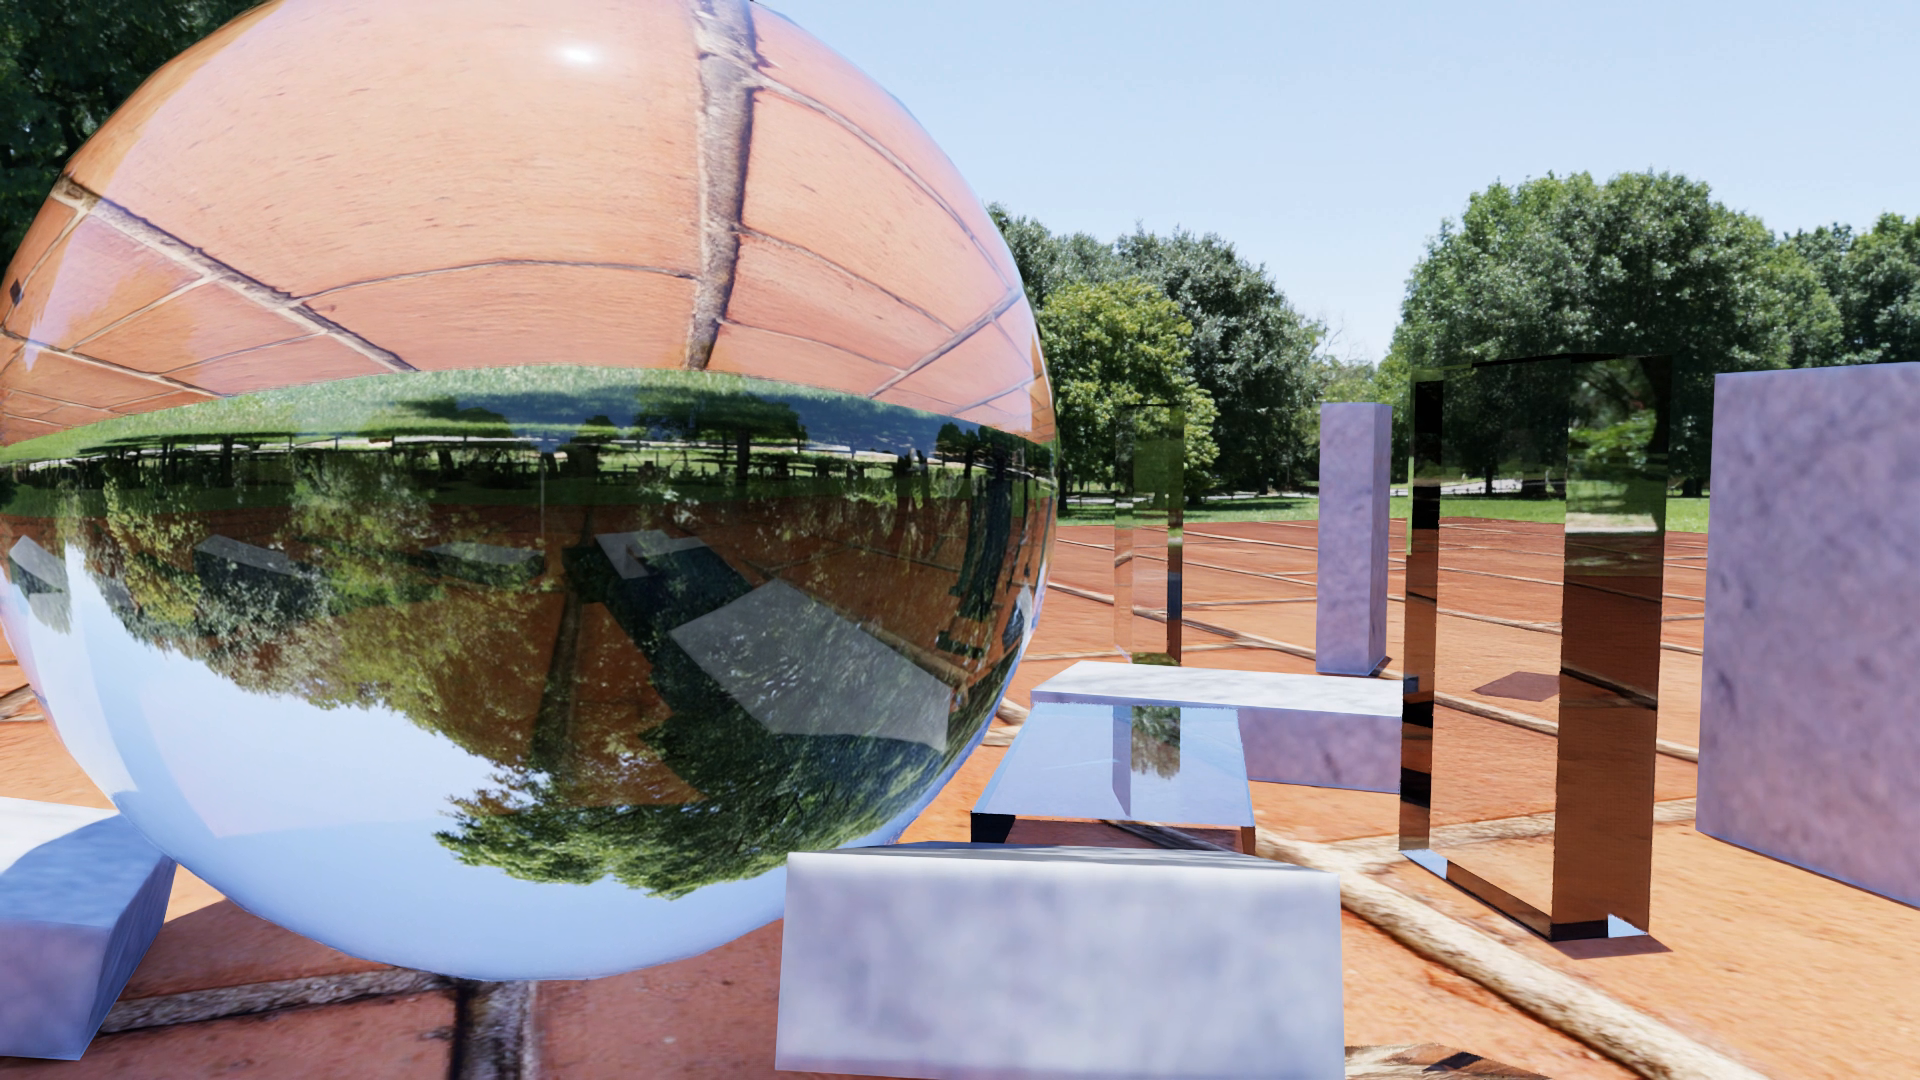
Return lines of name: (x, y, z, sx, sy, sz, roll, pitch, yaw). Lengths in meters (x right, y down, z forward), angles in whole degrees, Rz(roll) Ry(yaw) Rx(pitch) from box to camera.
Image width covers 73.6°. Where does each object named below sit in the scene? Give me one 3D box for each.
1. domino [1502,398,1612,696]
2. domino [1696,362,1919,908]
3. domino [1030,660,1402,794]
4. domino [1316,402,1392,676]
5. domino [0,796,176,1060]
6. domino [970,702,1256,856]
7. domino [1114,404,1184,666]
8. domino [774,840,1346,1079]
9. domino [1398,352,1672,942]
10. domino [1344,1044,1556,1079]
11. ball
domino: (0.106, 0.001, 0.227, 0.010, 0.050, 0.025, 4, 6, 40)
domino: (0.089, 0.008, 0.129, 0.010, 0.050, 0.025, -1, 4, -16)
domino: (0.037, 0.025, 0.176, 0.050, 0.009, 0.025, 2, 5, 21)
domino: (0.076, -0.001, 0.247, 0.010, 0.050, 0.025, 2, 5, 25)
domino: (-0.087, 0.025, 0.091, 0.050, 0.010, 0.025, 13, 1, -21)
domino: (0.018, 0.028, 0.138, 0.025, 0.010, 0.050, 1, 4, 10)
domino: (0.037, -0.002, 0.257, 0.010, 0.050, 0.025, 0, 4, -1)
domino: (0.007, 0.025, 0.082, 0.025, 0.009, 0.050, 1, -12, 7)
domino: (0.053, 0.008, 0.121, 0.010, 0.050, 0.025, -1, 4, -11)
domino: (0.016, 0.027, 0.046, 0.025, 0.009, 0.050, 0, -14, -4)
ball: (-0.032, -0.005, 0.106, 0.080, 0.080, 0.080, 0, 4, 0)
